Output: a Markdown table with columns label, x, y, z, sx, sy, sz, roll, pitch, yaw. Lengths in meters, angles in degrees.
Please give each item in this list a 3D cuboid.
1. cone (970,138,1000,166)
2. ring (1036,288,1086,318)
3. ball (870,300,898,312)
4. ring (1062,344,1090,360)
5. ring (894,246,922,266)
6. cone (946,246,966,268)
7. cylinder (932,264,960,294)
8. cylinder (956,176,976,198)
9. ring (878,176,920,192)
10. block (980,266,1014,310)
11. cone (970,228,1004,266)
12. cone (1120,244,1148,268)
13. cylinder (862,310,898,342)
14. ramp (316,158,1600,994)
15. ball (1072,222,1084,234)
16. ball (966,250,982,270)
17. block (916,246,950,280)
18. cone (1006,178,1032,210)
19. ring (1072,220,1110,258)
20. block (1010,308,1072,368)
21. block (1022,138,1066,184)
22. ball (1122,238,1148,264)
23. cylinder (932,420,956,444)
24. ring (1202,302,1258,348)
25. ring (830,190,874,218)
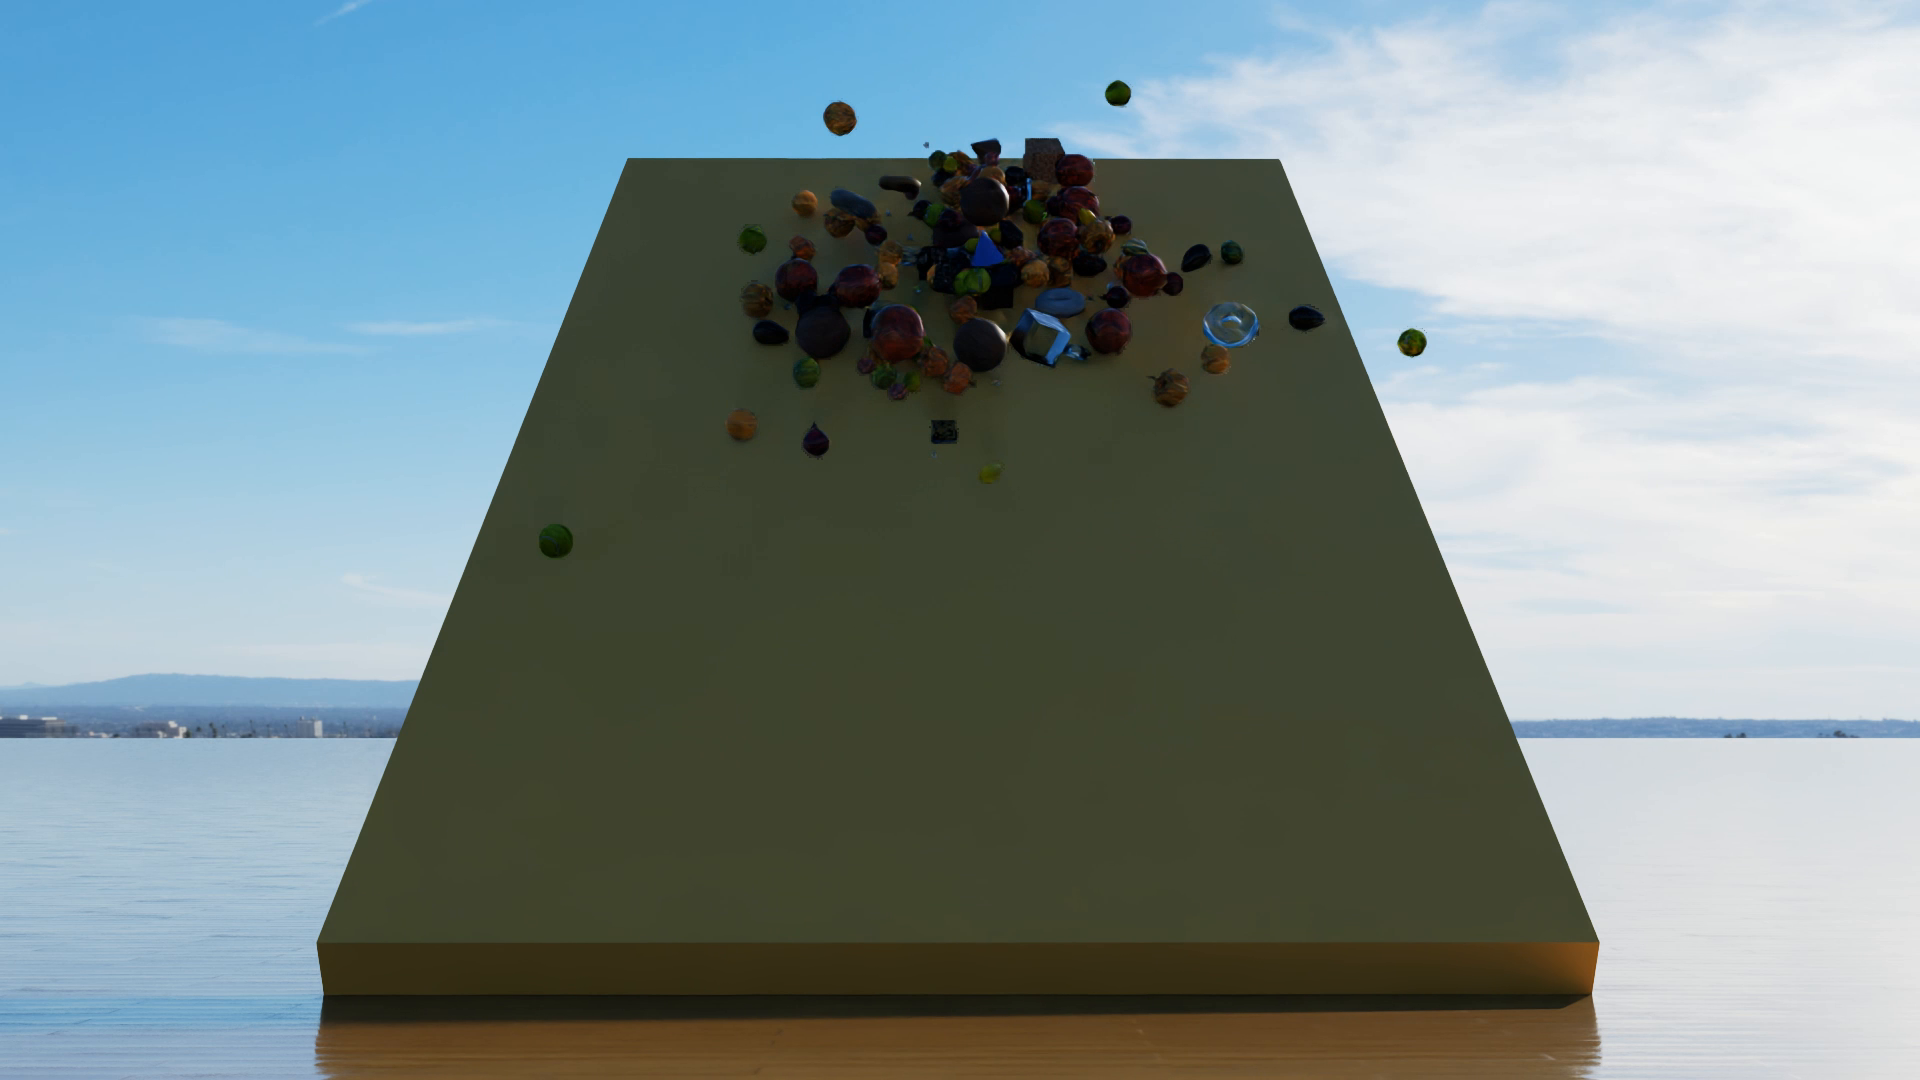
| label | x | y | z | sx | sy | sz | roll | pitch | yaw |
| --- | --- | --- | --- | --- | --- | --- | --- | --- | --- |
| cone | 0.058 | -1.143 | 6.908 | 0.086 | 0.086 | 0.086 | -5 | -14 | 45 |
| ring | 0.259 | -0.611 | 6.100 | 0.132 | 0.044 | 0.132 | -1 | 27 | 0 |
| ball | -0.195 | -0.571 | 5.986 | 0.074 | 0.074 | 0.074 | 0 | -5 | 0 |
| ring | 0.283 | -0.461 | 5.796 | 0.076 | 0.025 | 0.076 | 16 | -5 | 1 |
| ring | -0.136 | -0.772 | 6.434 | 0.088 | 0.029 | 0.088 | 0 | 31 | 0 |
| cone | -0.032 | -0.767 | 6.351 | 0.072 | 0.072 | 0.072 | 24 | 4 | 20 |
| cylinder | -0.036 | -0.675 | 6.116 | 0.062 | 0.062 | 0.062 | 8 | -6 | 1 |
| cylinder | 0.018 | -1.037 | 6.937 | 0.051 | 0.051 | 0.051 | 1 | 27 | -8 |
| ring | -0.165 | -0.979 | 6.502 | 0.117 | 0.039 | 0.117 | 5 | 10 | -1 |
| block | 0.095 | -0.651 | 6.121 | 0.077 | 0.077 | 0.077 | -4 | -46 | -7 |
| cone | 0.066 | -0.778 | 6.235 | 0.090 | 0.090 | 0.090 | -8 | 22 | 3 |
| cone | 0.455 | -0.771 | 6.327 | 0.068 | 0.068 | 0.068 | 32 | -17 | -21 |
| cylinder | -0.195 | -0.528 | 5.822 | 0.072 | 0.072 | 0.072 | 6 | -6 | -16 |
| ramp | -0.010 | -0.227 | 5.496 | 2.000 | 0.100 | 4.000 | 0 | 27 | 0 |
| ball | 0.338 | -0.863 | 6.594 | 0.050 | 0.050 | 0.050 | 0 | -5 | 0 |
| ball | 0.043 | -0.755 | 6.377 | 0.052 | 0.052 | 0.052 | 0 | -5 | 0 |
| block | -0.072 | -0.735 | 6.298 | 0.064 | 0.064 | 0.064 | 9 | -35 | 16 |
| cone | 0.184 | -0.985 | 6.808 | 0.082 | 0.082 | 0.082 | -22 | 17 | 7 |
| ring | 0.358 | -0.821 | 6.469 | 0.114 | 0.114 | 0.038 | -2 | -25 | 25 |
| block | 0.192 | -0.486 | 5.683 | 0.093 | 0.093 | 0.093 | 15 | 24 | -31 |
| block | 0.249 | -1.127 | 7.040 | 0.099 | 0.099 | 0.099 | -1 | 35 | -12 |
| ball | 0.473 | -0.779 | 6.404 | 0.072 | 0.072 | 0.072 | 0 | -5 | 0 |
| cylinder | -0.037 | -0.246 | 5.363 | 0.053 | 0.053 | 0.053 | -2 | -4 | -4 |
| ring | 0.676 | -0.537 | 5.917 | 0.139 | 0.139 | 0.046 | -1 | -39 | 7 |
| ring | -0.288 | -0.900 | 6.342 | 0.129 | 0.043 | 0.129 | 23 | -4 | 2 |
